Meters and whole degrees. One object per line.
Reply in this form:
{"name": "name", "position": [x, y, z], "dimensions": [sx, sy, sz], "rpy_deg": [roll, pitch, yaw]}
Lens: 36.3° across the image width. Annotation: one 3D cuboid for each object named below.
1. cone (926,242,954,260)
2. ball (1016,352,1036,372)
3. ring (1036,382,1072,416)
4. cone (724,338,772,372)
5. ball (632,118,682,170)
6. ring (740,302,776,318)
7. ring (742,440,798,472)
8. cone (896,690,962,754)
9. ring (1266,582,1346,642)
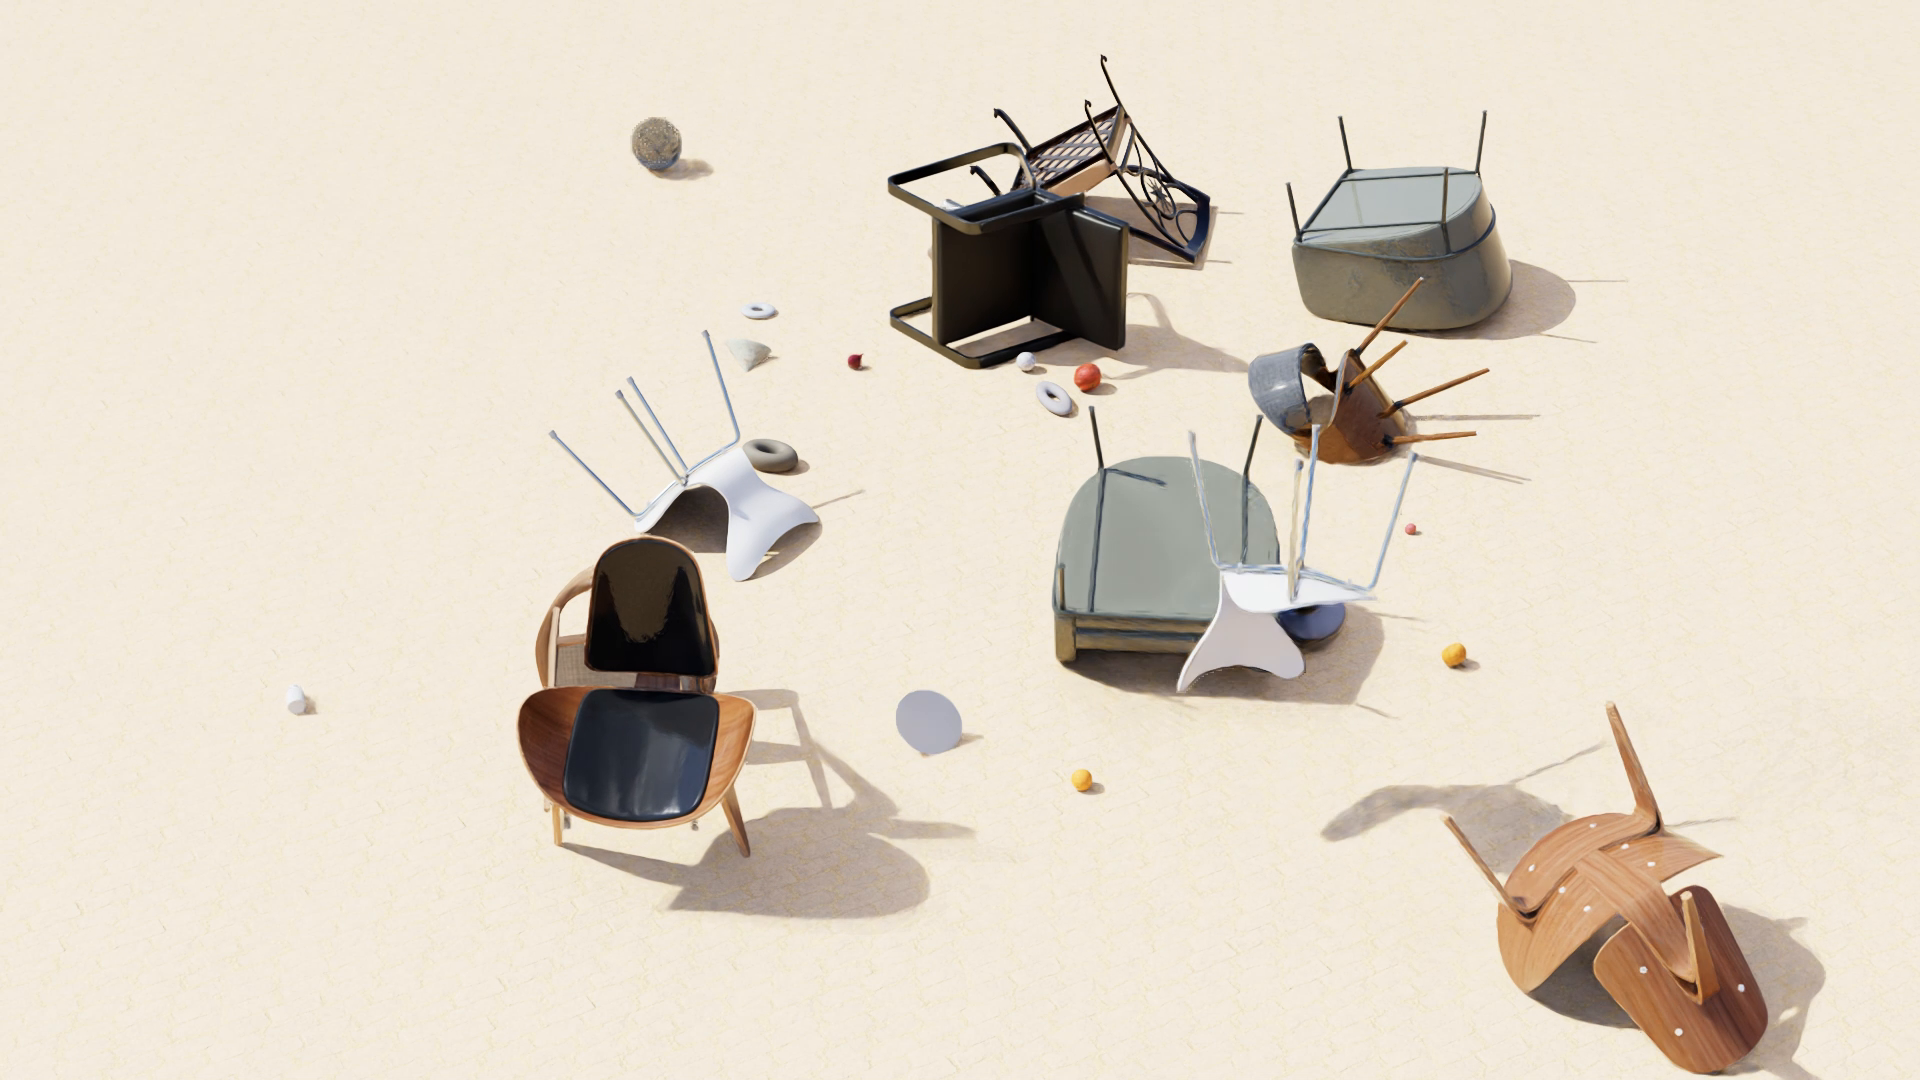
{"name": "cone", "position": [-0.084, -1.256, 12.822], "dimensions": [0.122, 0.077, 0.047], "rpy_deg": [-10, -6, -1]}
{"name": "ball", "position": [0.271, -0.730, 11.980], "dimensions": [0.080, 0.080, 0.080], "rpy_deg": [0, 33, 0]}
{"name": "ring", "position": [0.377, -0.570, 11.769], "dimensions": [0.119, 0.045, 0.257], "rpy_deg": [-13, 35, -17]}
{"name": "cone", "position": [-0.873, -0.739, 12.021], "dimensions": [0.198, 0.084, 0.144], "rpy_deg": [11, 51, -15]}
{"name": "ball", "position": [-1.394, -1.820, 13.492], "dimensions": [0.236, 0.236, 0.236], "rpy_deg": [0, 33, 0]}
{"name": "ring", "position": [-0.853, -0.970, 12.392], "dimensions": [0.149, 0.028, 0.120], "rpy_deg": [1, 33, 1]}
{"name": "ring", "position": [-0.739, -0.328, 11.374], "dimensions": [0.235, 0.077, 0.155], "rpy_deg": [14, 34, 19]}
{"name": "cone", "position": [-0.138, 0.617, 9.921], "dimensions": [0.252, 0.208, 0.170], "rpy_deg": [29, -14, -19]}
{"name": "ring", "position": [1.233, 0.254, 10.453], "dimensions": [0.272, 0.085, 0.352], "rpy_deg": [-19, 29, -7]}
